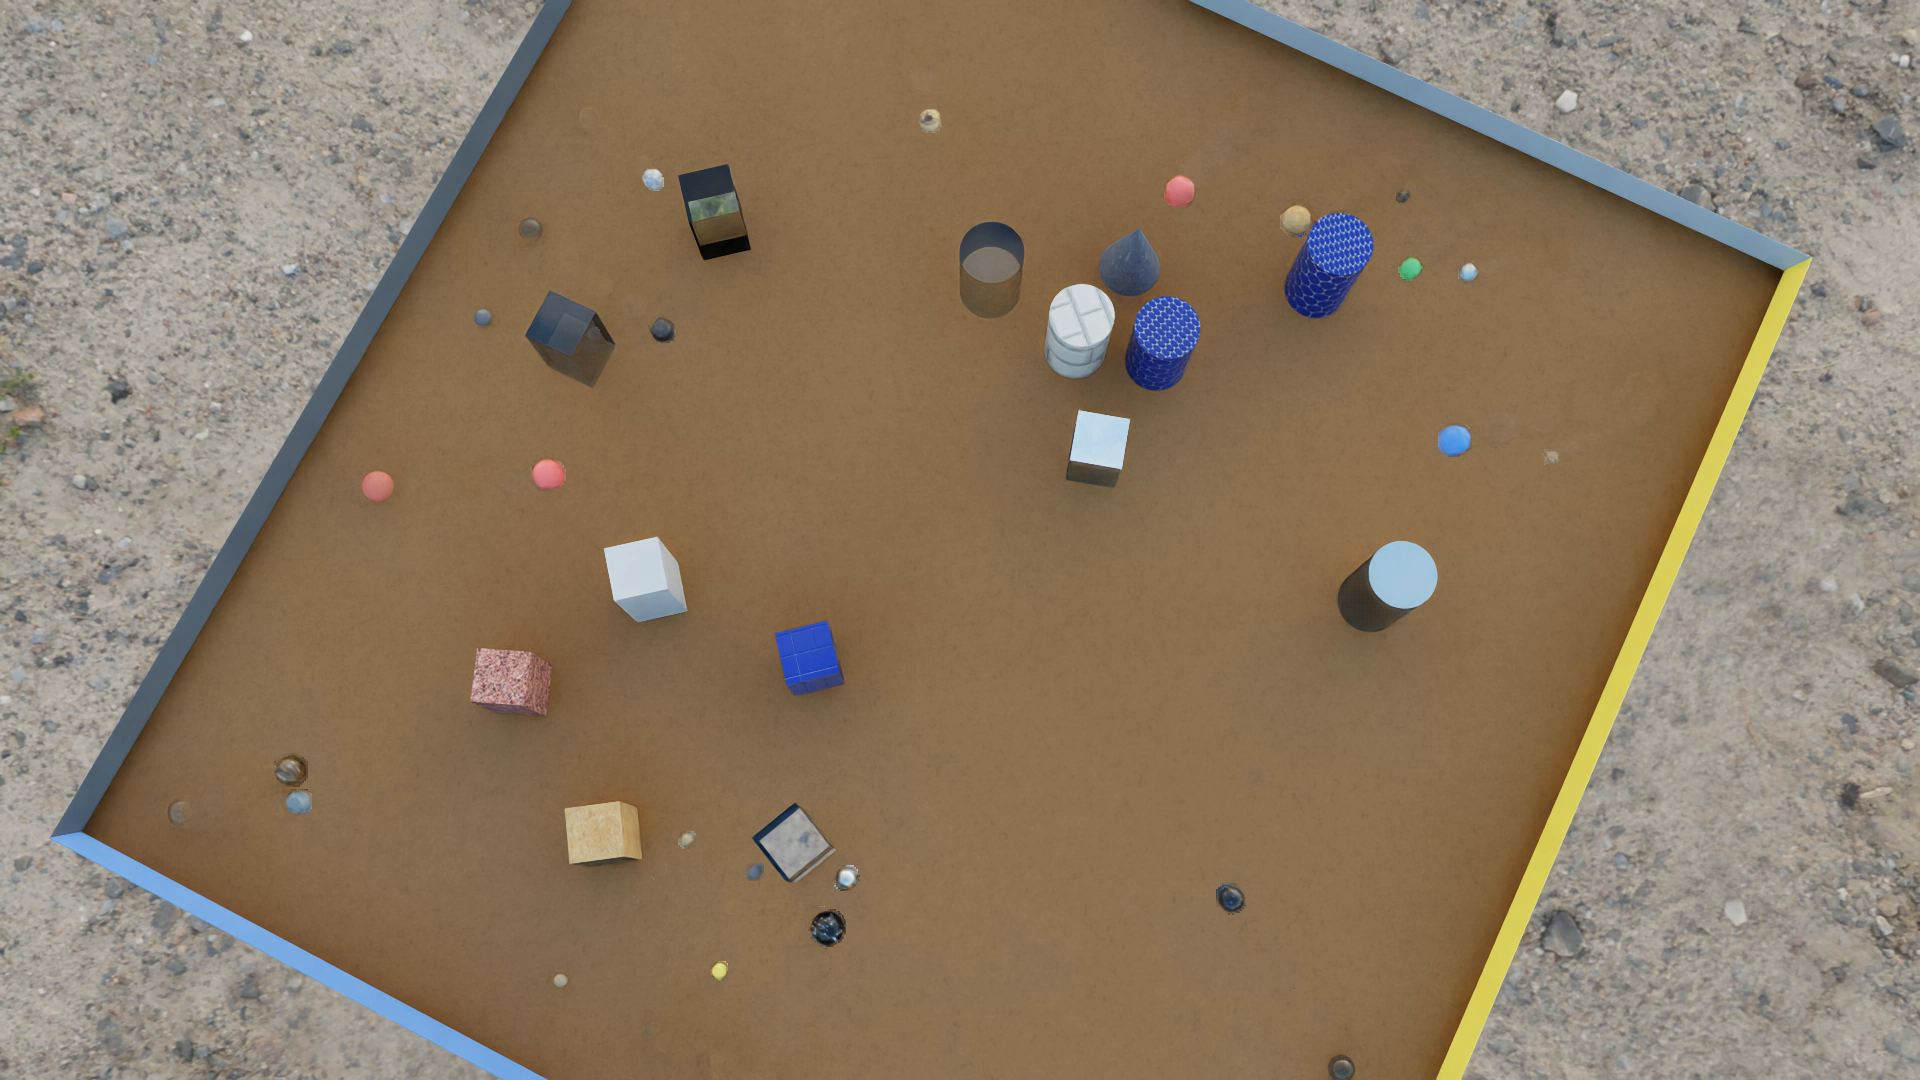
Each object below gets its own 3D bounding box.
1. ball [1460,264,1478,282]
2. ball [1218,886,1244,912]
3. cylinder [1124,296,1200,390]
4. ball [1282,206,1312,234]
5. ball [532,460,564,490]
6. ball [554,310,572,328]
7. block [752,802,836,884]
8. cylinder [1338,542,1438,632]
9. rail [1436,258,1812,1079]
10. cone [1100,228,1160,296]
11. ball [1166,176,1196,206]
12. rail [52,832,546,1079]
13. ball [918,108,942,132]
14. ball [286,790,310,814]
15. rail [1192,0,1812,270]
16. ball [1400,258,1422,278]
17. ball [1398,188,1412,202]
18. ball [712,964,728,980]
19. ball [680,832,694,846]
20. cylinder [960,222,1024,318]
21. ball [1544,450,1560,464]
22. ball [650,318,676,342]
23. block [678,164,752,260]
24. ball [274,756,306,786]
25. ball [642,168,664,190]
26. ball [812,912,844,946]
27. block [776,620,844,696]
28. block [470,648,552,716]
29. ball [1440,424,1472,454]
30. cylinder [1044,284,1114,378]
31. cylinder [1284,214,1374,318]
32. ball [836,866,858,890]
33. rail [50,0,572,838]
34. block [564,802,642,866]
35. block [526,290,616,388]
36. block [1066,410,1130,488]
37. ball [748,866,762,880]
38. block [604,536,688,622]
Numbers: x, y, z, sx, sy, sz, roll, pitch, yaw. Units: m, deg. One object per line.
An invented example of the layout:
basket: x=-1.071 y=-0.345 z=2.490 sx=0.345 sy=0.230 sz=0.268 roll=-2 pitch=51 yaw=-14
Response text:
ball: x=1.600 y=-0.841 z=5.763 sx=0.054 sy=0.054 sz=0.054 roll=0 pitch=78 yaw=0
ball: x=0.793 y=1.049 z=5.359 sx=0.078 sy=0.078 sz=0.078 roll=0 pitch=78 yaw=0
cylinder: x=0.612 y=-0.593 z=5.571 sx=0.194 sy=0.330 sz=0.194 roll=0 pitch=78 yaw=0
ball: x=1.060 y=-1.008 z=5.778 sx=0.092 sy=0.092 sz=0.092 roll=0 pitch=78 yaw=0
ball: x=-1.261 y=-0.200 z=5.610 sx=0.093 sy=0.093 sz=0.093 roll=0 pitch=78 yaw=0
ball: x=-1.242 y=-0.693 z=5.732 sx=0.054 sy=0.054 sz=0.054 roll=0 pitch=78 yaw=0
block: x=-0.474 y=0.875 z=5.276 sx=0.155 sy=0.313 sz=0.155 roll=-39 pitch=81 yaw=-7
cylinder: x=1.246 y=0.141 z=5.366 sx=0.194 sy=0.434 sz=0.194 roll=0 pitch=78 yaw=0
rail: x=1.735 y=0.856 z=5.374 sx=0.045 sy=0.126 sz=3.949 roll=26 pitch=80 yaw=5
cone: x=0.536 y=-0.898 z=5.630 sx=0.194 sy=0.338 sz=0.194 roll=0 pitch=78 yaw=0
ball: x=0.697 y=-1.104 z=5.797 sx=0.094 sy=0.094 sz=0.094 roll=0 pitch=78 yaw=0
rail: x=-0.872 y=1.715 z=5.196 sx=3.926 sy=0.126 sz=0.045 roll=26 pitch=80 yaw=5
ball: x=-0.097 y=-1.343 z=5.858 sx=0.072 sy=0.072 sz=0.072 roll=0 pitch=78 yaw=0
ball: x=-1.956 y=0.776 z=5.421 sx=0.069 sy=0.069 sz=0.069 roll=0 pitch=78 yaw=0
rail: x=0.872 y=-1.702 z=5.903 sx=3.926 sy=0.126 sz=0.045 roll=26 pitch=80 yaw=5
ball: x=1.418 y=-0.854 z=5.761 sx=0.064 sy=0.064 sz=0.064 roll=0 pitch=78 yaw=0
ball: x=1.413 y=-1.096 z=5.822 sx=0.041 sy=0.041 sz=0.041 roll=0 pitch=78 yaw=0
ball: x=-0.700 y=1.255 z=5.334 sx=0.044 sy=0.044 sz=0.044 roll=0 pitch=78 yaw=0
ball: x=-0.805 y=0.885 z=5.413 sx=0.040 sy=0.040 sz=0.040 roll=0 pitch=78 yaw=0
cylinder: x=0.095 y=-0.824 z=5.619 sx=0.194 sy=0.328 sz=0.194 roll=0 pitch=78 yaw=0
ball: x=1.824 y=-0.255 z=5.648 sx=0.042 sy=0.042 sz=0.042 roll=0 pitch=78 yaw=0
ball: x=-0.926 y=-0.655 z=5.714 sx=0.075 sy=0.075 sz=0.075 roll=0 pitch=78 yaw=0
block: x=-0.755 y=-1.009 z=5.660 sx=0.155 sy=0.323 sz=0.155 roll=-13 pitch=79 yaw=-3
ball: x=-1.983 y=0.684 z=5.429 sx=0.090 sy=0.090 sz=0.090 roll=0 pitch=78 yaw=0
ball: x=-0.975 y=-1.146 z=5.821 sx=0.065 sy=0.065 sz=0.065 roll=0 pitch=78 yaw=0
ball: x=-0.385 y=1.130 z=5.333 sx=0.097 sy=0.097 sz=0.097 roll=0 pitch=78 yaw=0
block: x=-0.441 y=0.352 z=5.408 sx=0.155 sy=0.265 sz=0.155 roll=-14 pitch=79 yaw=-3
block: x=-1.316 y=0.420 z=5.386 sx=0.155 sy=0.280 sz=0.155 roll=4 pitch=78 yaw=1
ball: x=1.523 y=-0.308 z=5.633 sx=0.093 sy=0.093 sz=0.093 roll=0 pitch=78 yaw=0
cylinder: x=0.361 y=-0.631 z=5.579 sx=0.194 sy=0.330 sz=0.194 roll=0 pitch=78 yaw=0
cylinder: x=1.120 y=-0.832 z=5.588 sx=0.194 sy=0.393 sz=0.194 roll=0 pitch=78 yaw=0
ball: x=-0.334 y=0.992 z=5.378 sx=0.065 sy=0.065 sz=0.065 roll=0 pitch=78 yaw=0
rail: x=-1.735 y=-0.843 z=5.726 sx=0.045 sy=0.126 sz=3.949 roll=26 pitch=80 yaw=5
block: x=-1.027 y=0.851 z=5.293 sx=0.155 sy=0.289 sz=0.155 roll=-7 pitch=78 yaw=-2
block: x=-1.181 y=-0.607 z=5.576 sx=0.155 sy=0.325 sz=0.155 roll=25 pitch=79 yaw=5
block: x=0.415 y=-0.272 z=5.545 sx=0.155 sy=0.250 sz=0.155 roll=10 pitch=78 yaw=2
ball: x=-0.602 y=0.978 z=5.393 sx=0.042 sy=0.042 sz=0.042 roll=0 pitch=78 yaw=0
block: x=-0.921 y=0.120 z=5.394 sx=0.155 sy=0.387 sz=0.155 roll=-12 pitch=79 yaw=-3
